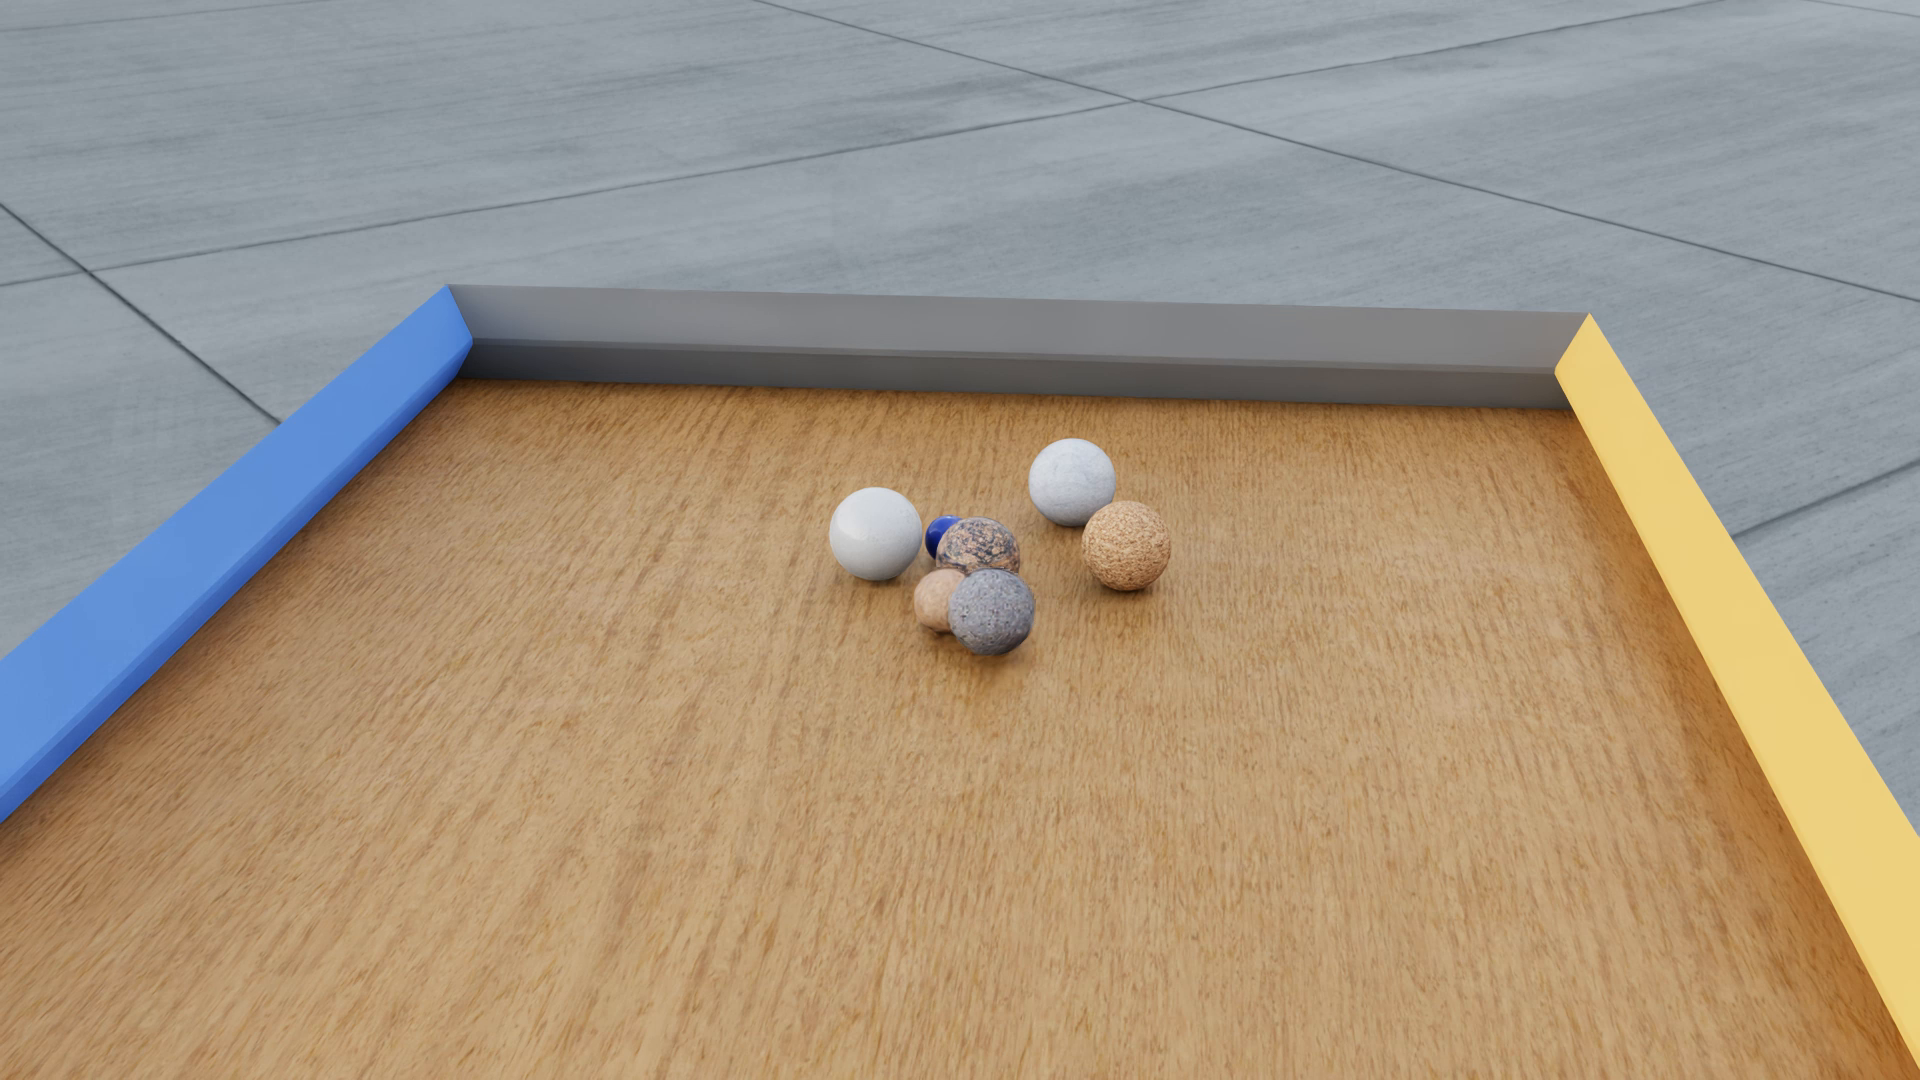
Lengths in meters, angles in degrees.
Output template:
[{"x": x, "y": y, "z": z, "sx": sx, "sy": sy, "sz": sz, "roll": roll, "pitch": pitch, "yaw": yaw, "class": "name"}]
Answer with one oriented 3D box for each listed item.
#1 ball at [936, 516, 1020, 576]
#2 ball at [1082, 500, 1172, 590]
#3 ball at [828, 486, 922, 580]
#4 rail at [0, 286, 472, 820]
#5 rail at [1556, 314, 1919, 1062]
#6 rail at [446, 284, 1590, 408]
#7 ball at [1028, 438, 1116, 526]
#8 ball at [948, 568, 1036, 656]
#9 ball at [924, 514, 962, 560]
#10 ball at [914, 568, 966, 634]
[{"x": 0.019, "y": 0.020, "z": 2.264, "sx": 0.088, "sy": 0.088, "sz": 0.088, "roll": 0, "pitch": 22, "yaw": 0, "class": "ball"}, {"x": 0.173, "y": 0.006, "z": 2.290, "sx": 0.094, "sy": 0.094, "sz": 0.094, "roll": 0, "pitch": 22, "yaw": 0, "class": "ball"}, {"x": -0.088, "y": -0.007, "z": 2.314, "sx": 0.099, "sy": 0.099, "sz": 0.099, "roll": 0, "pitch": 22, "yaw": 0, "class": "ball"}, {"x": -0.783, "y": 0.187, "z": 1.786, "sx": 0.045, "sy": 0.129, "sz": 2.541, "roll": 2, "pitch": 22, "yaw": 5, "class": "rail"}, {"x": 0.664, "y": 0.237, "z": 1.660, "sx": 0.045, "sy": 0.129, "sz": 2.541, "roll": 2, "pitch": 22, "yaw": 5, "class": "rail"}, {"x": 0.057, "y": -0.248, "z": 2.876, "sx": 1.501, "sy": 0.129, "sz": 0.045, "roll": 2, "pitch": 22, "yaw": 5, "class": "rail"}, {"x": 0.126, "y": -0.064, "z": 2.460, "sx": 0.099, "sy": 0.099, "sz": 0.099, "roll": 0, "pitch": 22, "yaw": 0, "class": "ball"}, {"x": 0.030, "y": 0.070, "z": 2.129, "sx": 0.084, "sy": 0.084, "sz": 0.084, "roll": 0, "pitch": 22, "yaw": 0, "class": "ball"}, {"x": -0.012, "y": 0.000, "z": 2.361, "sx": 0.053, "sy": 0.053, "sz": 0.053, "roll": 0, "pitch": 22, "yaw": 0, "class": "ball"}, {"x": -0.014, "y": 0.061, "z": 2.191, "sx": 0.065, "sy": 0.065, "sz": 0.065, "roll": 0, "pitch": 22, "yaw": 0, "class": "ball"}]
